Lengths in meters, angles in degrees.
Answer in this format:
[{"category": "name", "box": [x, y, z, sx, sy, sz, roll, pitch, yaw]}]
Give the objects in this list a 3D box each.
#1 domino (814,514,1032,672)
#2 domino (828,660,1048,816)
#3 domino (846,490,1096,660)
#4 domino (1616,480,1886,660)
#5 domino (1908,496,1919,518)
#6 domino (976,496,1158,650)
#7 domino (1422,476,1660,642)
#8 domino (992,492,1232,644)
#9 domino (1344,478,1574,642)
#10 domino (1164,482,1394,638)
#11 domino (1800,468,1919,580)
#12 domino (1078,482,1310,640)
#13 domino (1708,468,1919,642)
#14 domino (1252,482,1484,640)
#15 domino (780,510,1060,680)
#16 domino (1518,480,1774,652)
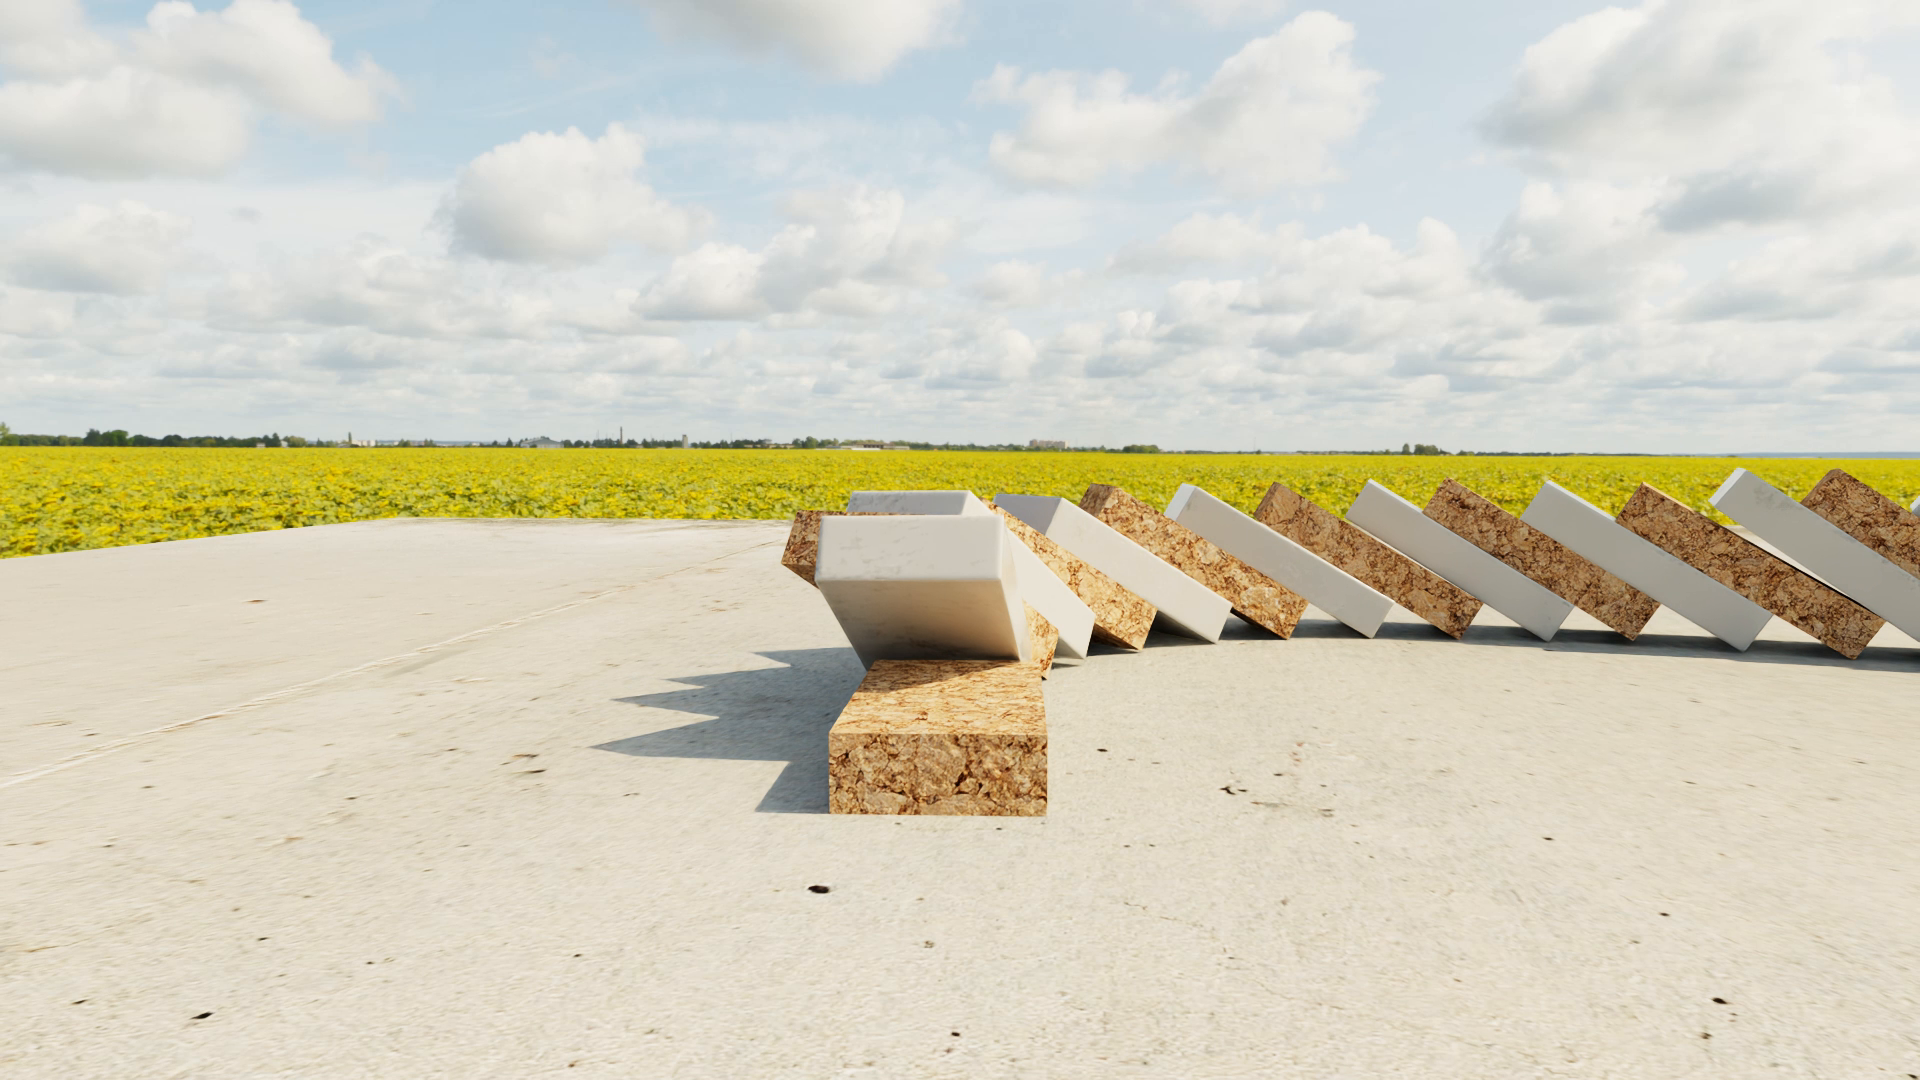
[{"category": "domino", "box": [-0.004, 0.012, 0.194, 0.025, 0.009, 0.050, 0, -25, 8]}, {"category": "domino", "box": [-0.001, 0.025, 0.172, 0.025, 0.010, 0.050, 0, 4, 2]}, {"category": "domino", "box": [0.002, 0.007, 0.236, 0.025, 0.010, 0.050, 1, -26, 34]}, {"category": "domino", "box": [0.165, 0.005, 0.271, 0.050, 0.009, 0.025, 36, 19, 21]}, {"category": "domino", "box": [0.211, 0.006, 0.247, 0.050, 0.009, 0.025, 43, 26, 25]}, {"category": "domino", "box": [0.014, 0.007, 0.259, 0.050, 0.010, 0.025, 31, -15, -32]}, {"category": "domino", "box": [0.129, 0.003, 0.288, 0.050, 0.010, 0.025, 35, 14, 19]}, {"category": "domino", "box": [0.031, 0.006, 0.273, 0.050, 0.009, 0.025, 30, -11, -28]}, {"category": "domino", "box": [0.112, 0.004, 0.292, 0.050, 0.009, 0.025, 34, 14, 14]}, {"category": "domino", "box": [0.071, 0.004, 0.292, 0.050, 0.009, 0.025, 30, 5, 0]}, {"category": "domino", "box": [0.195, 0.004, 0.256, 0.050, 0.010, 0.025, 42, 21, 23]}, {"category": "domino", "box": [0.051, 0.004, 0.288, 0.050, 0.009, 0.025, 30, 0, -7]}, {"category": "domino", "box": [0.180, 0.004, 0.263, 0.050, 0.009, 0.025, 40, 21, 19]}, {"category": "domino", "box": [0.092, 0.004, 0.293, 0.050, 0.010, 0.025, 32, 9, 6]}, {"category": "domino", "box": [-0.005, 0.010, 0.220, 0.025, 0.010, 0.050, 3, -23, 32]}, {"category": "domino", "box": [0.148, 0.004, 0.279, 0.050, 0.010, 0.025, 36, 18, 20]}]
